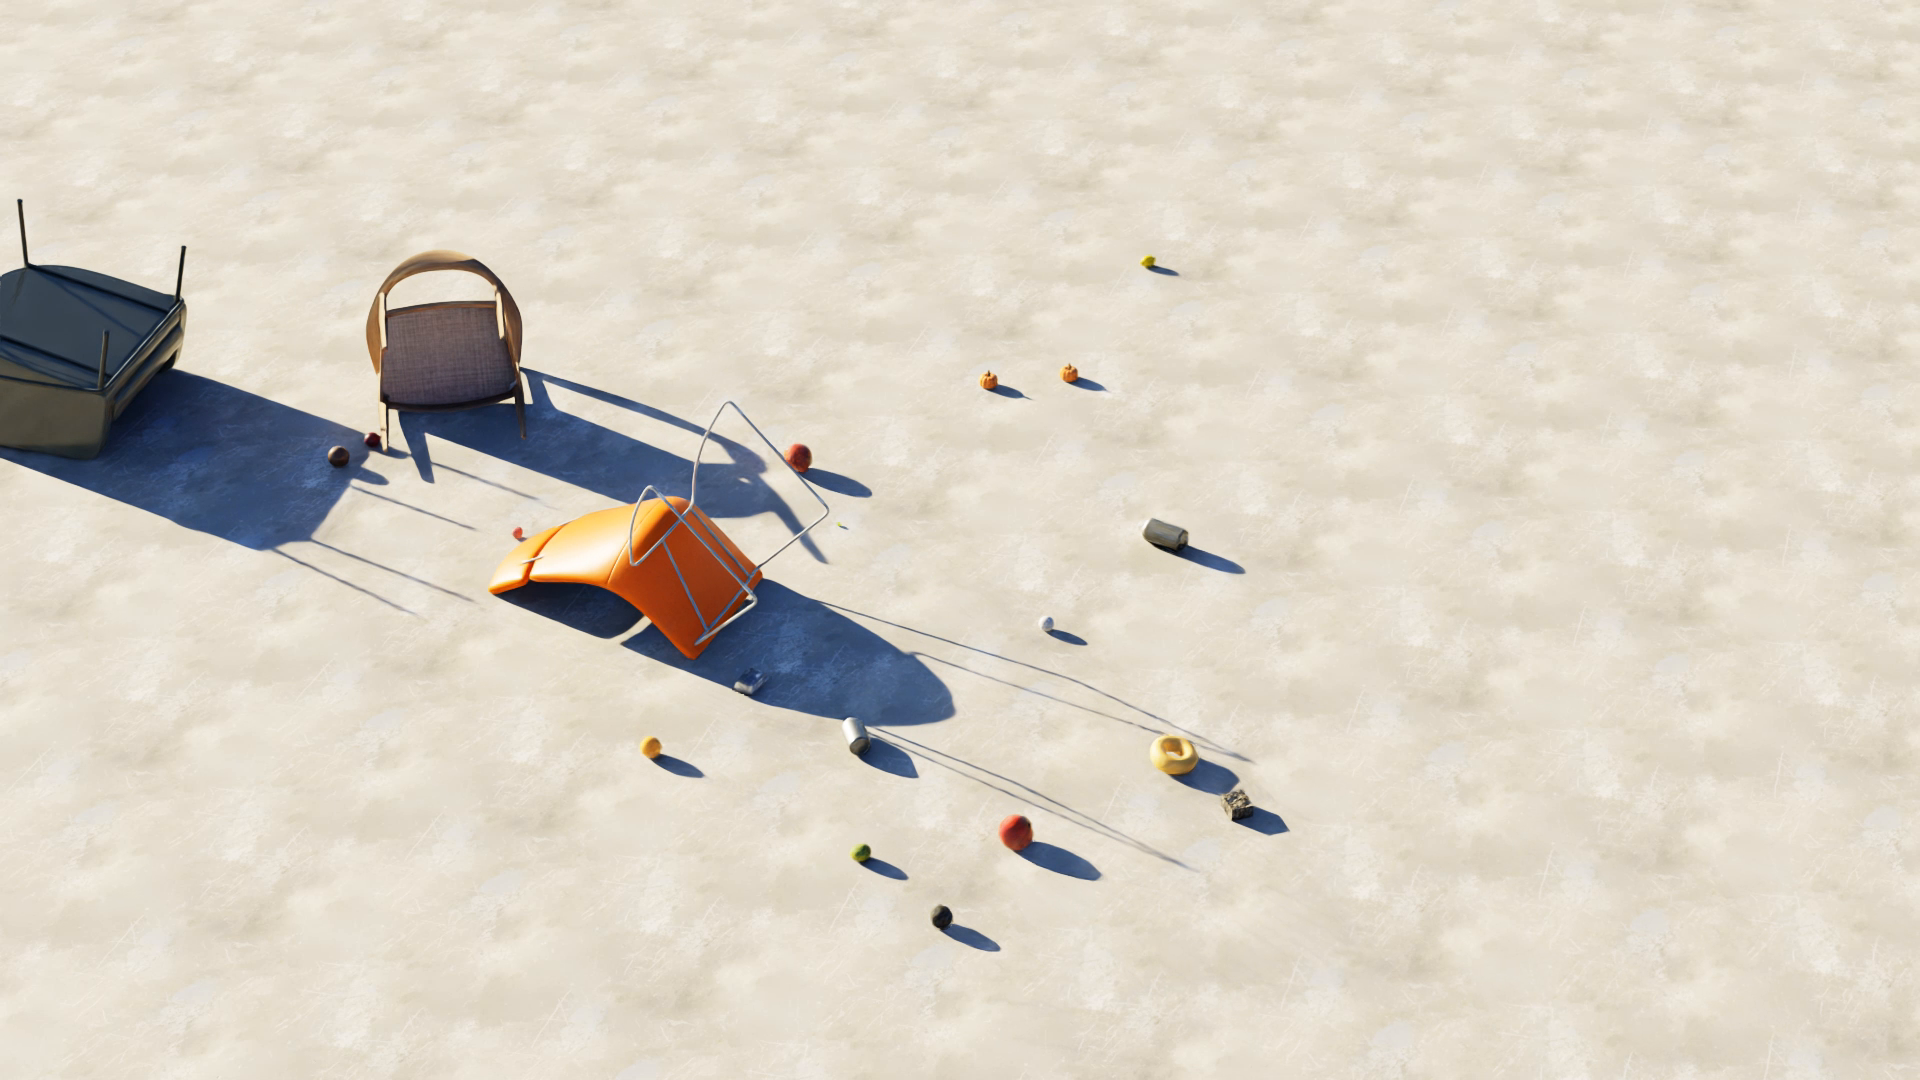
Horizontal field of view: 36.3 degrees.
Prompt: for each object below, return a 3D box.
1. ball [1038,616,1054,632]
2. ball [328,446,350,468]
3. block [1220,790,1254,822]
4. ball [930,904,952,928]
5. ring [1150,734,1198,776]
[{"bbox_3d":[0.309,0.297,10.441,0.057,0.057,0.057,0,33,0],"label":"ball"},{"bbox_3d":[-2.407,-0.323,11.359,0.083,0.083,0.083,0,33,0],"label":"ball"},{"bbox_3d":[0.906,0.868,9.584,0.076,0.047,0.086,-11,35,-16],"label":"block"},{"bbox_3d":[-0.059,1.169,9.105,0.072,0.072,0.072,0,33,0],"label":"ball"},{"bbox_3d":[0.714,0.717,9.785,0.162,0.063,0.160,18,39,6],"label":"ring"}]
